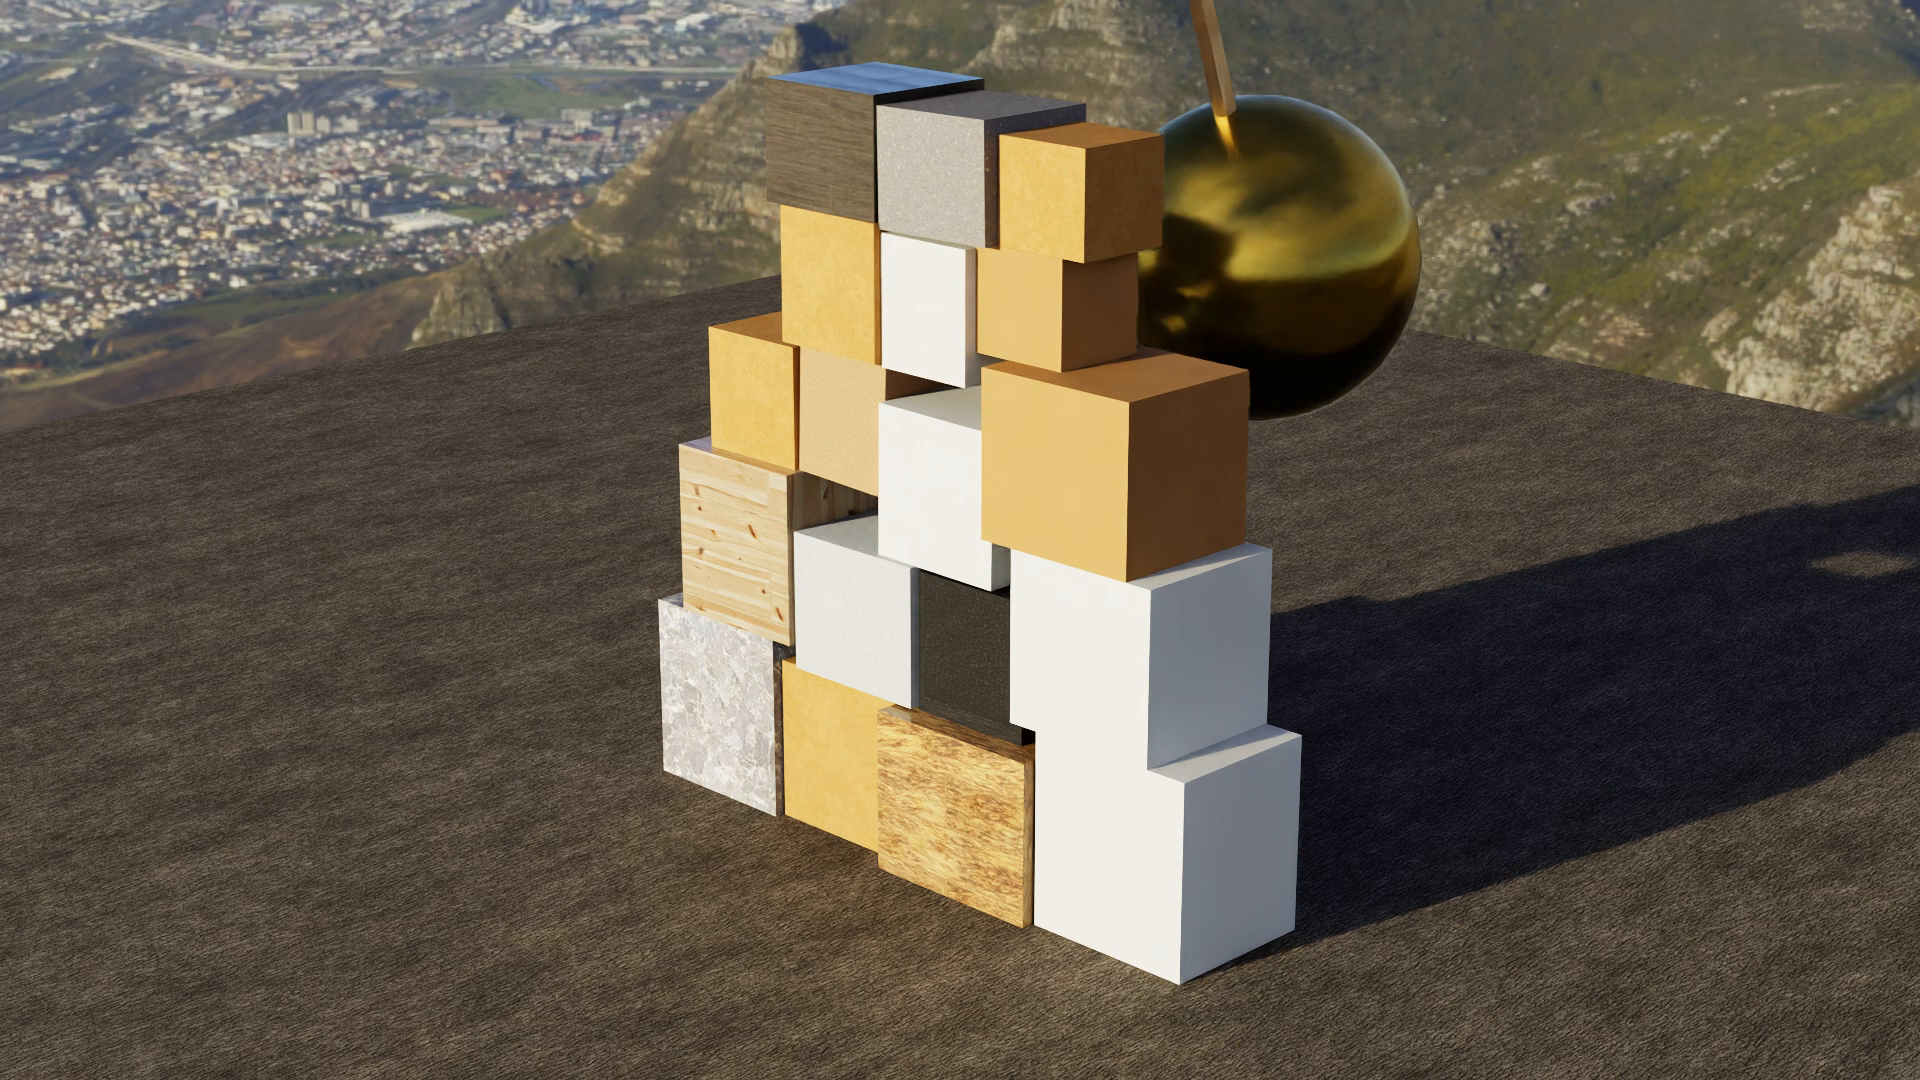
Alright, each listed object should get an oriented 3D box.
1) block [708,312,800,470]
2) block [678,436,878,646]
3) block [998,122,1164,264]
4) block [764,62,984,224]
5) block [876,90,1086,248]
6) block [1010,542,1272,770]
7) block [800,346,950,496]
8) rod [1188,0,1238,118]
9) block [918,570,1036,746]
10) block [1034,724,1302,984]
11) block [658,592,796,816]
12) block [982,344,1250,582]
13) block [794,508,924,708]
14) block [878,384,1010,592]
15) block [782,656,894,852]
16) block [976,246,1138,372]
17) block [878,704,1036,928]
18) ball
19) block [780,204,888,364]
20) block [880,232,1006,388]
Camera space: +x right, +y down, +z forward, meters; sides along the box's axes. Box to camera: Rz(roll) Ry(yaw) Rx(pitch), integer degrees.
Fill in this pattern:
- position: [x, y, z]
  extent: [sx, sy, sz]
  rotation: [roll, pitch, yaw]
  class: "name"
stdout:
- position: [-0.762, -0.728, 13.902]
  extent: [0.602, 0.583, 0.591]
  rotation: [-17, 24, -42]
  class: "block"
- position: [-0.801, -0.062, 14.144]
  extent: [0.769, 0.833, 0.769]
  rotation: [-17, 24, -42]
  class: "block"
- position: [0.510, -1.474, 12.369]
  extent: [0.492, 0.475, 0.494]
  rotation: [-17, 24, -42]
  class: "block"
- position: [-0.384, -1.801, 13.202]
  extent: [0.709, 0.561, 0.684]
  rotation: [17, 24, 42]
  class: "block"
- position: [0.095, -1.622, 12.743]
  extent: [0.631, 0.542, 0.652]
  rotation: [-17, 23, -42]
  class: "block"
- position: [0.776, 0.417, 12.643]
  extent: [0.786, 0.793, 0.794]
  rotation: [-17, 24, -42]
  class: "block"
- position: [-0.341, -0.605, 13.495]
  extent: [0.555, 0.612, 0.563]
  rotation: [-17, 26, -42]
  class: "block"
- position: [0.636, -4.183, 12.693]
  extent: [0.080, 5.200, 0.080]
  rotation: [17, 44, 42]
  class: "rod"
- position: [0.261, 0.457, 13.195]
  extent: [0.619, 0.663, 0.643]
  rotation: [-17, 24, -42]
  class: "block"
- position: [0.900, 1.269, 12.781]
  extent: [0.772, 0.915, 0.846]
  rotation: [-17, 24, -42]
  class: "block"
- position: [-0.913, 0.730, 14.518]
  extent: [0.765, 0.902, 0.844]
  rotation: [-17, 24, -42]
  class: "block"
- position: [0.658, -0.359, 12.514]
  extent: [0.765, 0.766, 0.838]
  rotation: [-17, 24, -42]
  class: "block"
- position: [-0.226, 0.282, 13.696]
  extent: [0.767, 0.670, 0.774]
  rotation: [-17, 24, -42]
  class: "block"
- position: [0.130, -0.267, 13.145]
  extent: [0.689, 0.710, 0.711]
  rotation: [-17, 25, -42]
  class: "block"
- position: [-0.326, 0.954, 13.992]
  extent: [0.691, 0.790, 0.771]
  rotation: [-17, 24, -42]
  class: "block"
- position: [0.415, -1.040, 12.590]
  extent: [0.475, 0.486, 0.504]
  rotation: [-17, 24, -42]
  class: "block"
- position: [0.267, 1.146, 13.404]
  extent: [0.896, 0.776, 0.922]
  rotation: [-17, 24, -42]
  class: "block"
- position: [1.467, -1.388, 14.443]
  extent: [1.600, 1.600, 1.600]
  rotation: [0, 17, 0]
  class: "ball"
- position: [-0.351, -1.216, 13.333]
  extent: [0.610, 0.632, 0.687]
  rotation: [17, 24, 42]
  class: "block"
- position: [0.034, -1.060, 12.946]
  extent: [0.523, 0.607, 0.558]
  rotation: [17, 24, 42]
  class: "block"
